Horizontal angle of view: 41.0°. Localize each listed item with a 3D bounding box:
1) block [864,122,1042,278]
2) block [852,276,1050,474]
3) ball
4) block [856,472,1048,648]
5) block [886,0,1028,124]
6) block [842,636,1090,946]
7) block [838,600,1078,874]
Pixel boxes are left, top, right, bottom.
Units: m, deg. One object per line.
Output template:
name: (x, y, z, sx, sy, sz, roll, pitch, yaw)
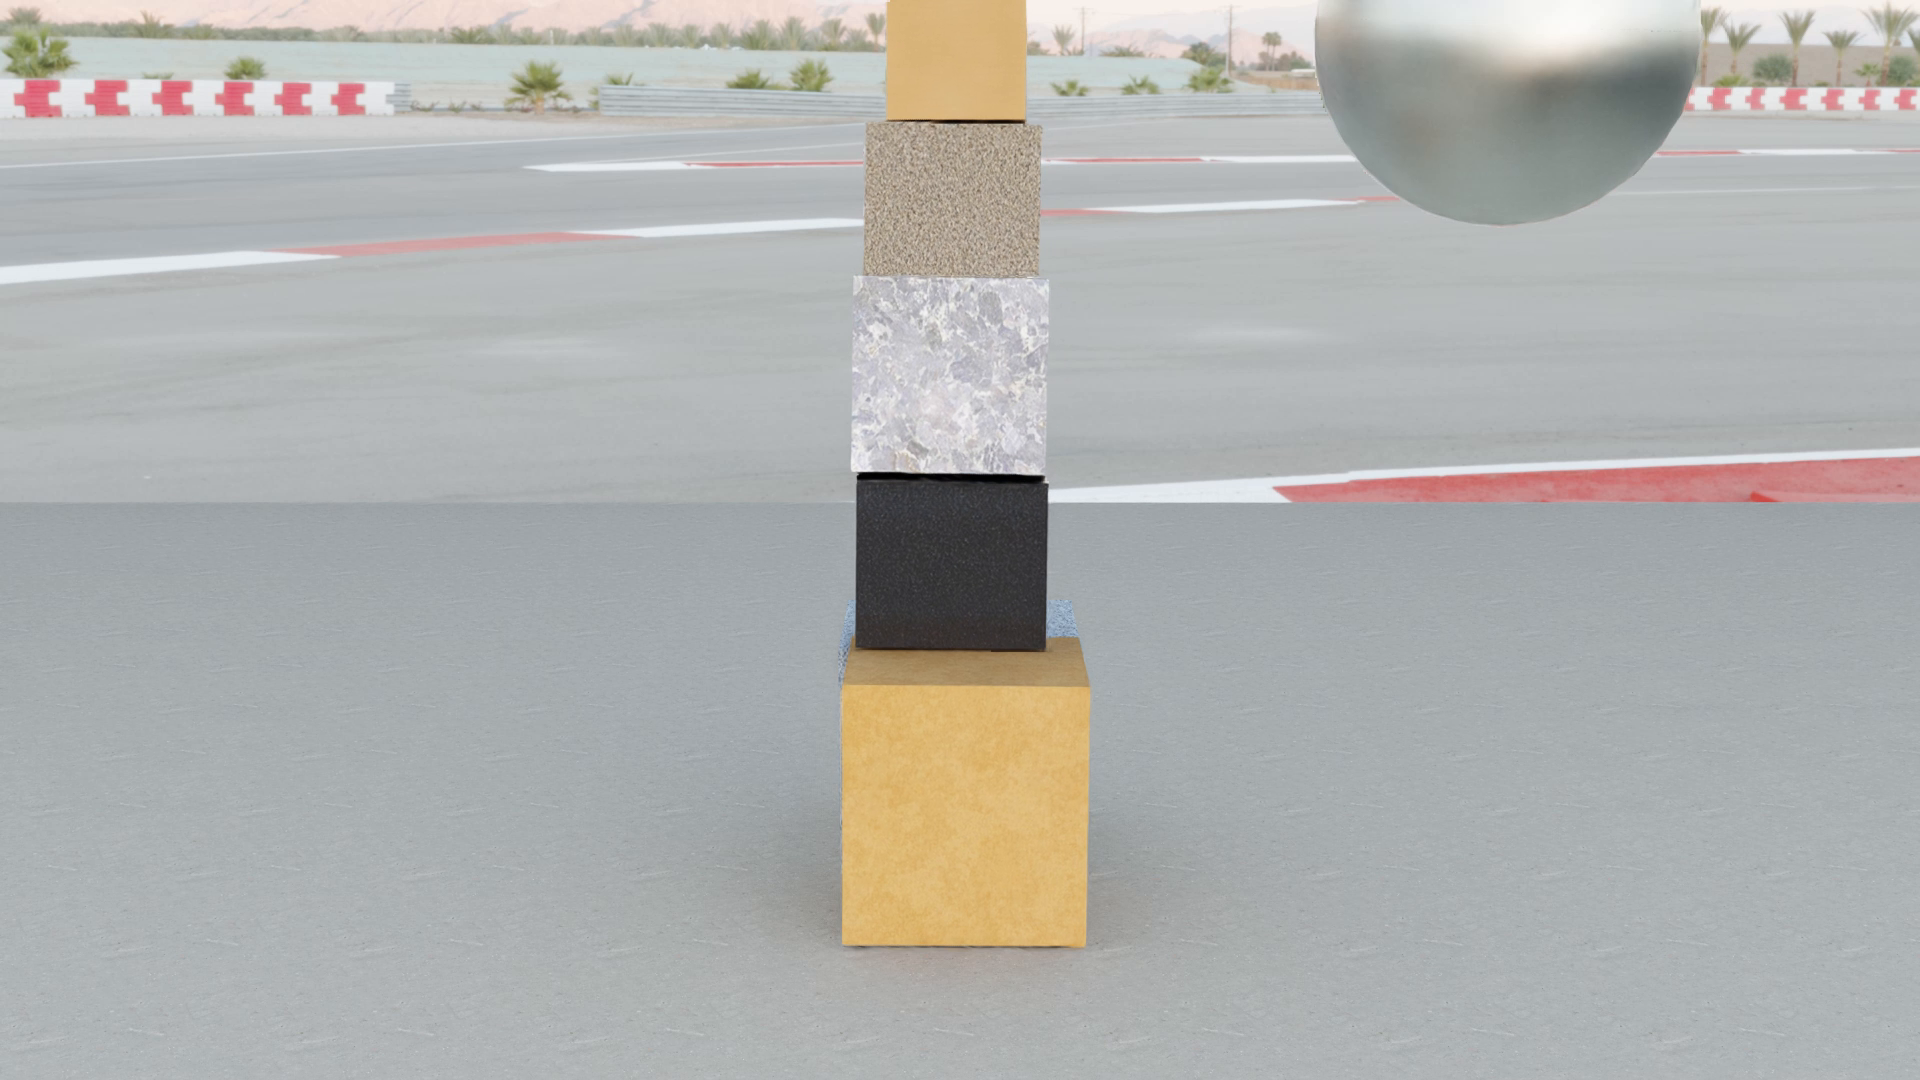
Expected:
block: (-0.021, -1.456, 11.051, 0.734, 0.637, 0.672, 1, 6, 2)
block: (-0.033, -0.719, 11.118, 0.816, 0.819, 0.758, 1, 5, 1)
ball: (2.295, -2.127, 10.794, 1.600, 1.600, 1.600, 0, 10, 0)
block: (-0.040, 0.058, 11.204, 0.807, 0.706, 0.788, 0, 7, -1)
block: (-0.003, -2.122, 10.999, 0.579, 0.680, 0.685, 0, 5, 2)
block: (0.021, 1.033, 10.806, 0.988, 1.079, 0.986, 0, 10, 0)
block: (0.000, 0.885, 11.848, 1.065, 1.018, 1.105, 0, 10, 0)
